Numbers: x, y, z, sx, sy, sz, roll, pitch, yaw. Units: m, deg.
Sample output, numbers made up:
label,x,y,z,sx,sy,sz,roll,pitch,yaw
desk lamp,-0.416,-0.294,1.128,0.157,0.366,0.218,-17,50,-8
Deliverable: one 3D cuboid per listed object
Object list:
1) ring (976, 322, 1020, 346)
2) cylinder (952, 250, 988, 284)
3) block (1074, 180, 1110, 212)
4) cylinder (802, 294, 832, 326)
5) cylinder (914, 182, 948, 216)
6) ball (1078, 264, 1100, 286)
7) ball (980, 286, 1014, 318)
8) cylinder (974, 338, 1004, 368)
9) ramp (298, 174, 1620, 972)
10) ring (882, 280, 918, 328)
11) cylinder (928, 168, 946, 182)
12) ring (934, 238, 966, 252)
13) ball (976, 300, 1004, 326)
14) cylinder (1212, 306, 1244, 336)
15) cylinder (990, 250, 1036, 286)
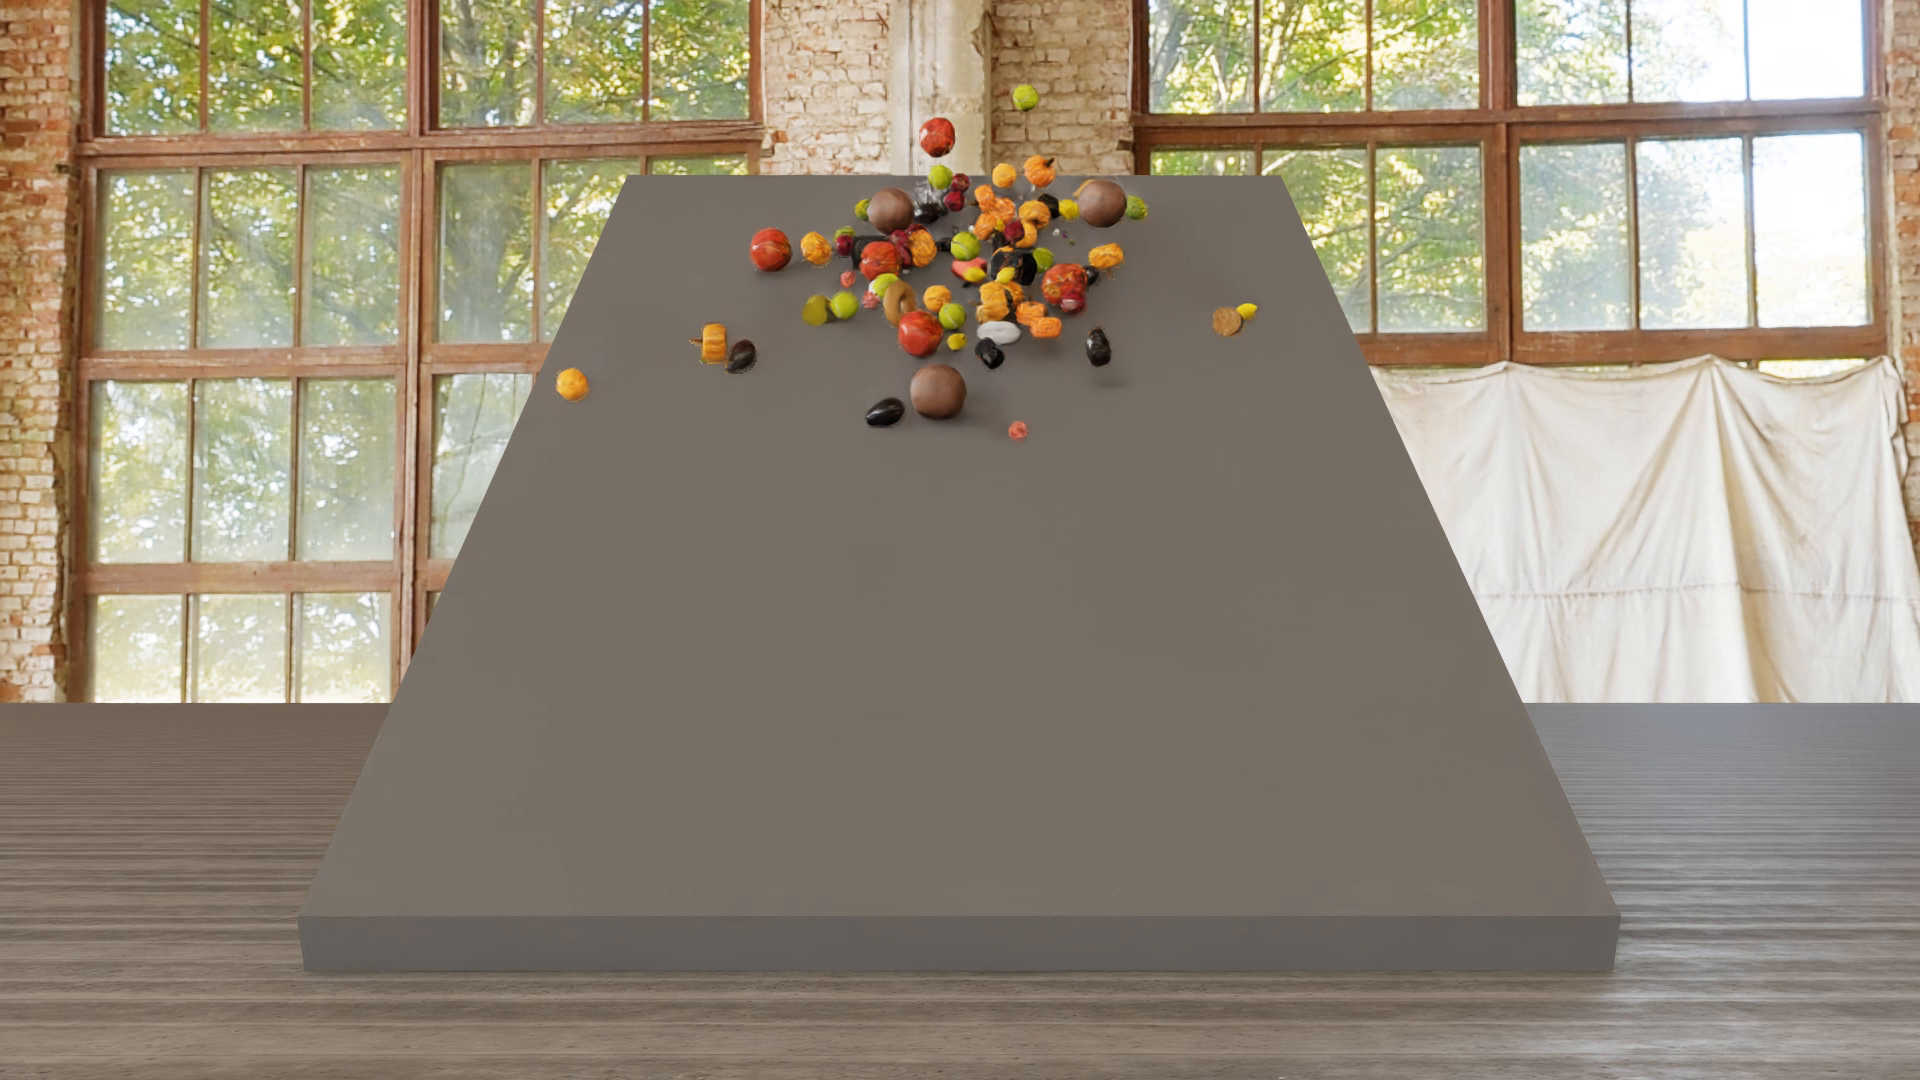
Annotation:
label,x,y,z,sx,sy,sz,roll,pitch,yaw
ring,0.096,-0.515,5.824,0.109,0.036,0.109,0,25,0
cylinder,0.026,-0.720,6.188,0.069,0.069,0.069,28,6,20
block,0.379,-0.994,6.742,0.060,0.060,0.060,42,-7,-31
cylinder,-0.362,-0.582,5.932,0.064,0.064,0.064,-1,25,8
cylinder,-0.082,-0.988,6.773,0.092,0.092,0.092,2,-4,5
ball,0.342,-0.702,6.207,0.054,0.054,0.054,0,-4,0
ball,0.094,-0.604,5.956,0.084,0.084,0.084,0,-4,0
cylinder,0.070,-0.444,5.576,0.053,0.053,0.053,-3,-34,39
ramp,-0.009,-0.229,5.370,2.000,0.100,4.000,0,25,0
ring,-0.150,-0.590,5.848,0.039,0.117,0.117,11,3,36
cylinder,-0.071,-1.073,6.982,0.053,0.053,0.053,1,-39,-8
ring,-0.028,-0.818,6.485,0.086,0.029,0.086,1,18,0
ball,0.075,-0.569,5.889,0.072,0.072,0.072,0,-4,0
cylinder,0.646,-0.527,5.649,0.069,0.069,0.069,-1,2,11
cylinder,0.139,-0.709,6.101,0.087,0.087,0.087,10,3,37
